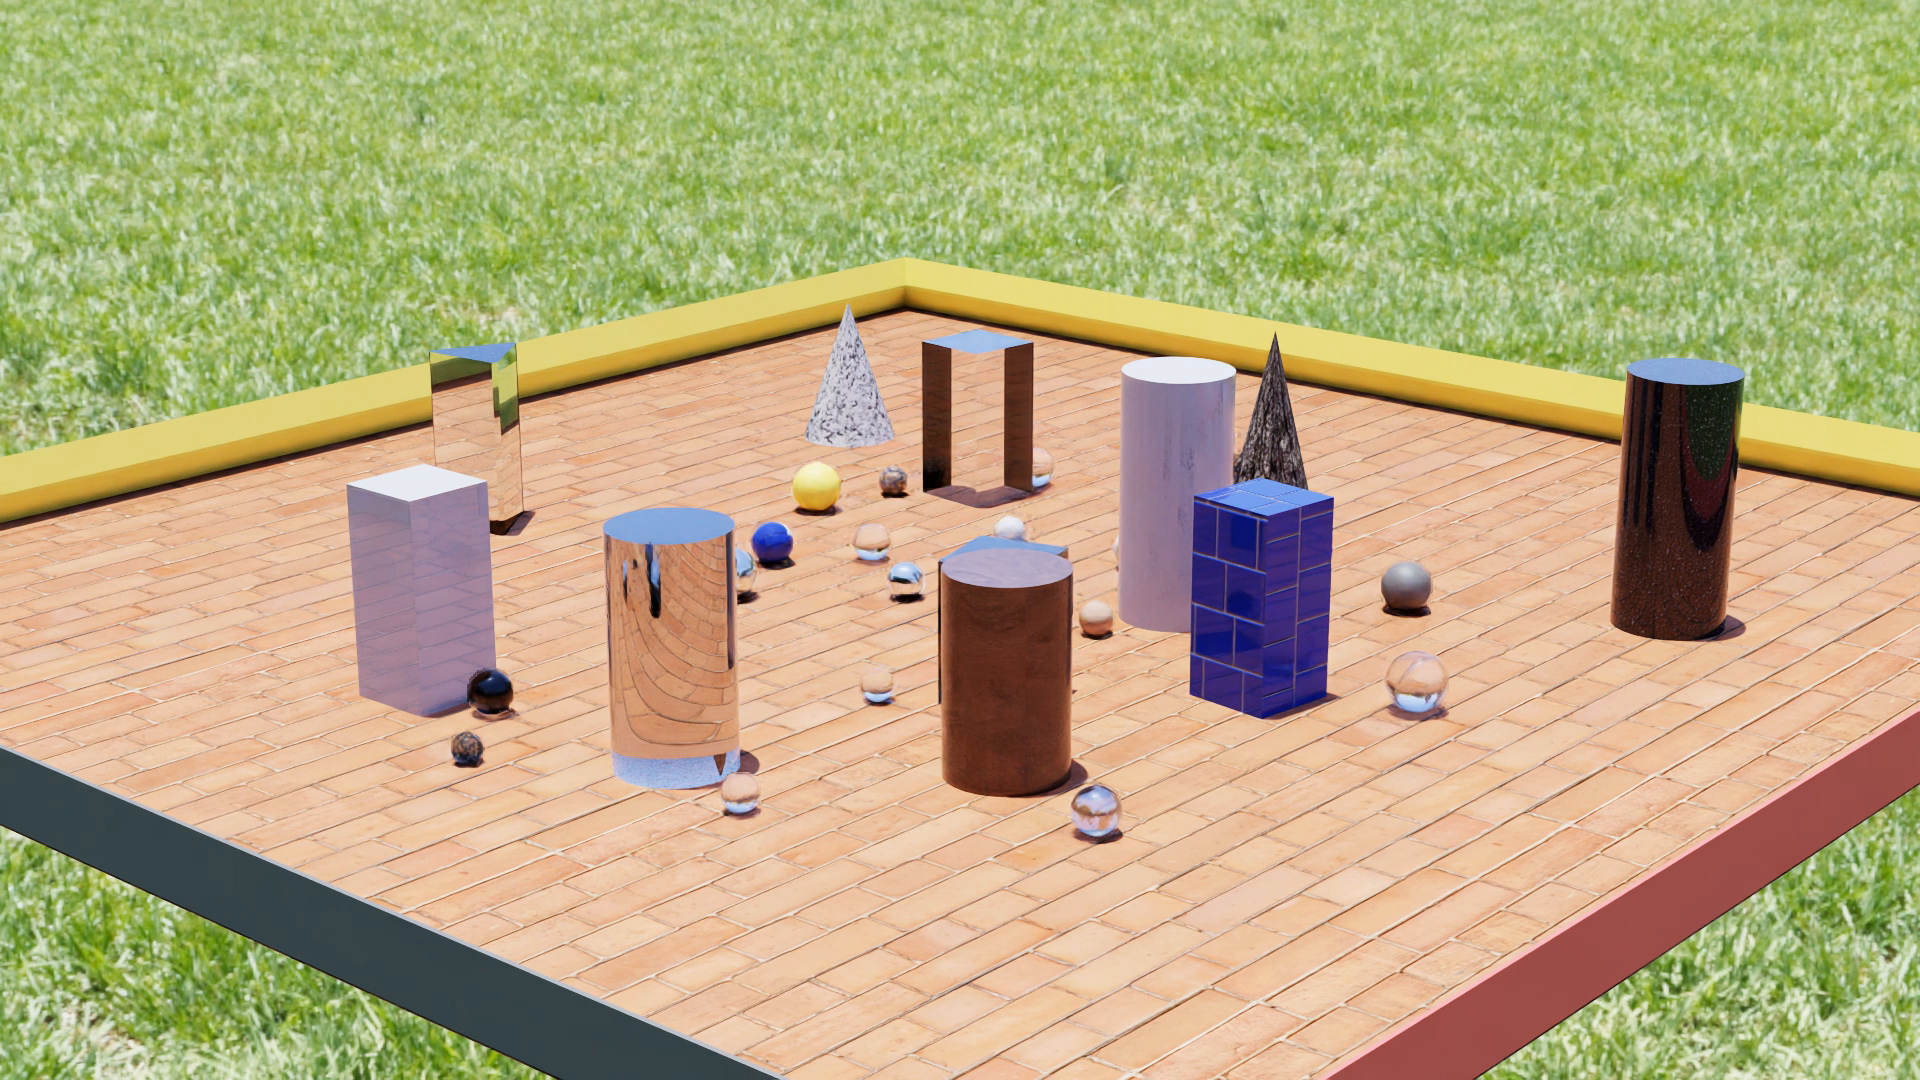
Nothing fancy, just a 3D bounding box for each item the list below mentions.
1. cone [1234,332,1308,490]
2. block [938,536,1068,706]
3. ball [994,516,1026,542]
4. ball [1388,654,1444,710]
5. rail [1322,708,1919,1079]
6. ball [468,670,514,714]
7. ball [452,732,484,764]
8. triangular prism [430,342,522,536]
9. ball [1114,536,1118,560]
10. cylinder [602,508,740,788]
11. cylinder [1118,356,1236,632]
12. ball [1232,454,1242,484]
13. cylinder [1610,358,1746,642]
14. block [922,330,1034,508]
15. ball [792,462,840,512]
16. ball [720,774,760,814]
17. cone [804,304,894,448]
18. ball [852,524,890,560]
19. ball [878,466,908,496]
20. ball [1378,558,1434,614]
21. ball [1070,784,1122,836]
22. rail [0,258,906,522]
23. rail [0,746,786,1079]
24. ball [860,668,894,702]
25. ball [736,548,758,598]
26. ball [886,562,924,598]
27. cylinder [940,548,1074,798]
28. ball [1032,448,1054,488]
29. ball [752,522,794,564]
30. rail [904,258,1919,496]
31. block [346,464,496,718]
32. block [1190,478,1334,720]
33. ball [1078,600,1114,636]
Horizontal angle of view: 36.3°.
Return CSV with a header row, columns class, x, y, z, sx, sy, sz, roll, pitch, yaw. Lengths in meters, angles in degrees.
class,x,y,z,sx,sy,sz,roll,pitch,yaw
cone,0.568,-0.183,5.340,0.191,0.409,0.191,0,17,0
block,0.068,0.135,4.588,0.153,0.236,0.153,8,19,25
ball,0.092,-0.013,5.378,0.061,0.061,0.061,0,17,0
ball,0.708,0.220,4.549,0.085,0.085,0.085,0,17,0
rail,1.230,0.340,4.098,0.045,0.124,3.382,14,22,39
ball,-0.725,0.236,4.540,0.069,0.069,0.069,0,17,0
ball,-0.729,0.308,4.340,0.047,0.047,0.047,0,17,0
triangular prism,-0.881,-0.197,5.523,0.165,0.331,0.143,11,20,33
ball,0.314,0.014,5.262,0.077,0.077,0.077,0,17,0
cylinder,-0.420,0.156,4.285,0.191,0.370,0.191,0,17,0
cylinder,0.365,-0.078,4.955,0.191,0.430,0.191,0,17,0
ball,0.533,-0.131,5.577,0.068,0.068,0.068,0,17,0
cylinder,1.200,-0.069,4.912,0.191,0.439,0.191,0,17,0
block,0.034,-0.238,5.703,0.153,0.304,0.153,-15,23,-41
ball,-0.275,-0.102,5.618,0.093,0.093,0.093,0,17,0
ball,-0.312,0.359,4.155,0.056,0.056,0.056,0,17,0
cone,-0.233,-0.358,6.127,0.191,0.288,0.191,0,17,0
ball,-0.160,0.004,5.311,0.068,0.068,0.068,0,17,0
ball,-0.130,-0.116,5.727,0.056,0.056,0.056,0,17,0
ball,0.765,0.080,5.030,0.095,0.095,0.095,0,17,0
ball,0.189,0.376,4.074,0.071,0.071,0.071,0,17,0
rail,-1.230,-0.278,6.143,0.045,0.124,3.382,14,22,39
rail,-1.093,0.395,3.915,3.306,0.124,0.045,14,22,39
ball,-0.130,0.227,4.597,0.053,0.053,0.053,0,17,0
ball,-0.396,0.057,5.097,0.089,0.089,0.089,0,17,0
ball,-0.095,0.070,5.098,0.065,0.065,0.065,0,17,0
cylinder,0.068,0.191,4.262,0.191,0.316,0.191,0,17,0
ball,0.148,-0.142,5.781,0.077,0.077,0.077,0,17,0
ball,-0.338,0.005,5.290,0.077,0.077,0.077,0,17,0
rail,1.093,-0.333,6.326,3.306,0.124,0.045,14,22,39
block,-0.840,0.077,4.585,0.153,0.347,0.153,14,22,39
block,0.470,0.089,4.581,0.153,0.327,0.153,-15,22,-40
ball,0.228,0.131,4.908,0.058,0.058,0.058,0,17,0
